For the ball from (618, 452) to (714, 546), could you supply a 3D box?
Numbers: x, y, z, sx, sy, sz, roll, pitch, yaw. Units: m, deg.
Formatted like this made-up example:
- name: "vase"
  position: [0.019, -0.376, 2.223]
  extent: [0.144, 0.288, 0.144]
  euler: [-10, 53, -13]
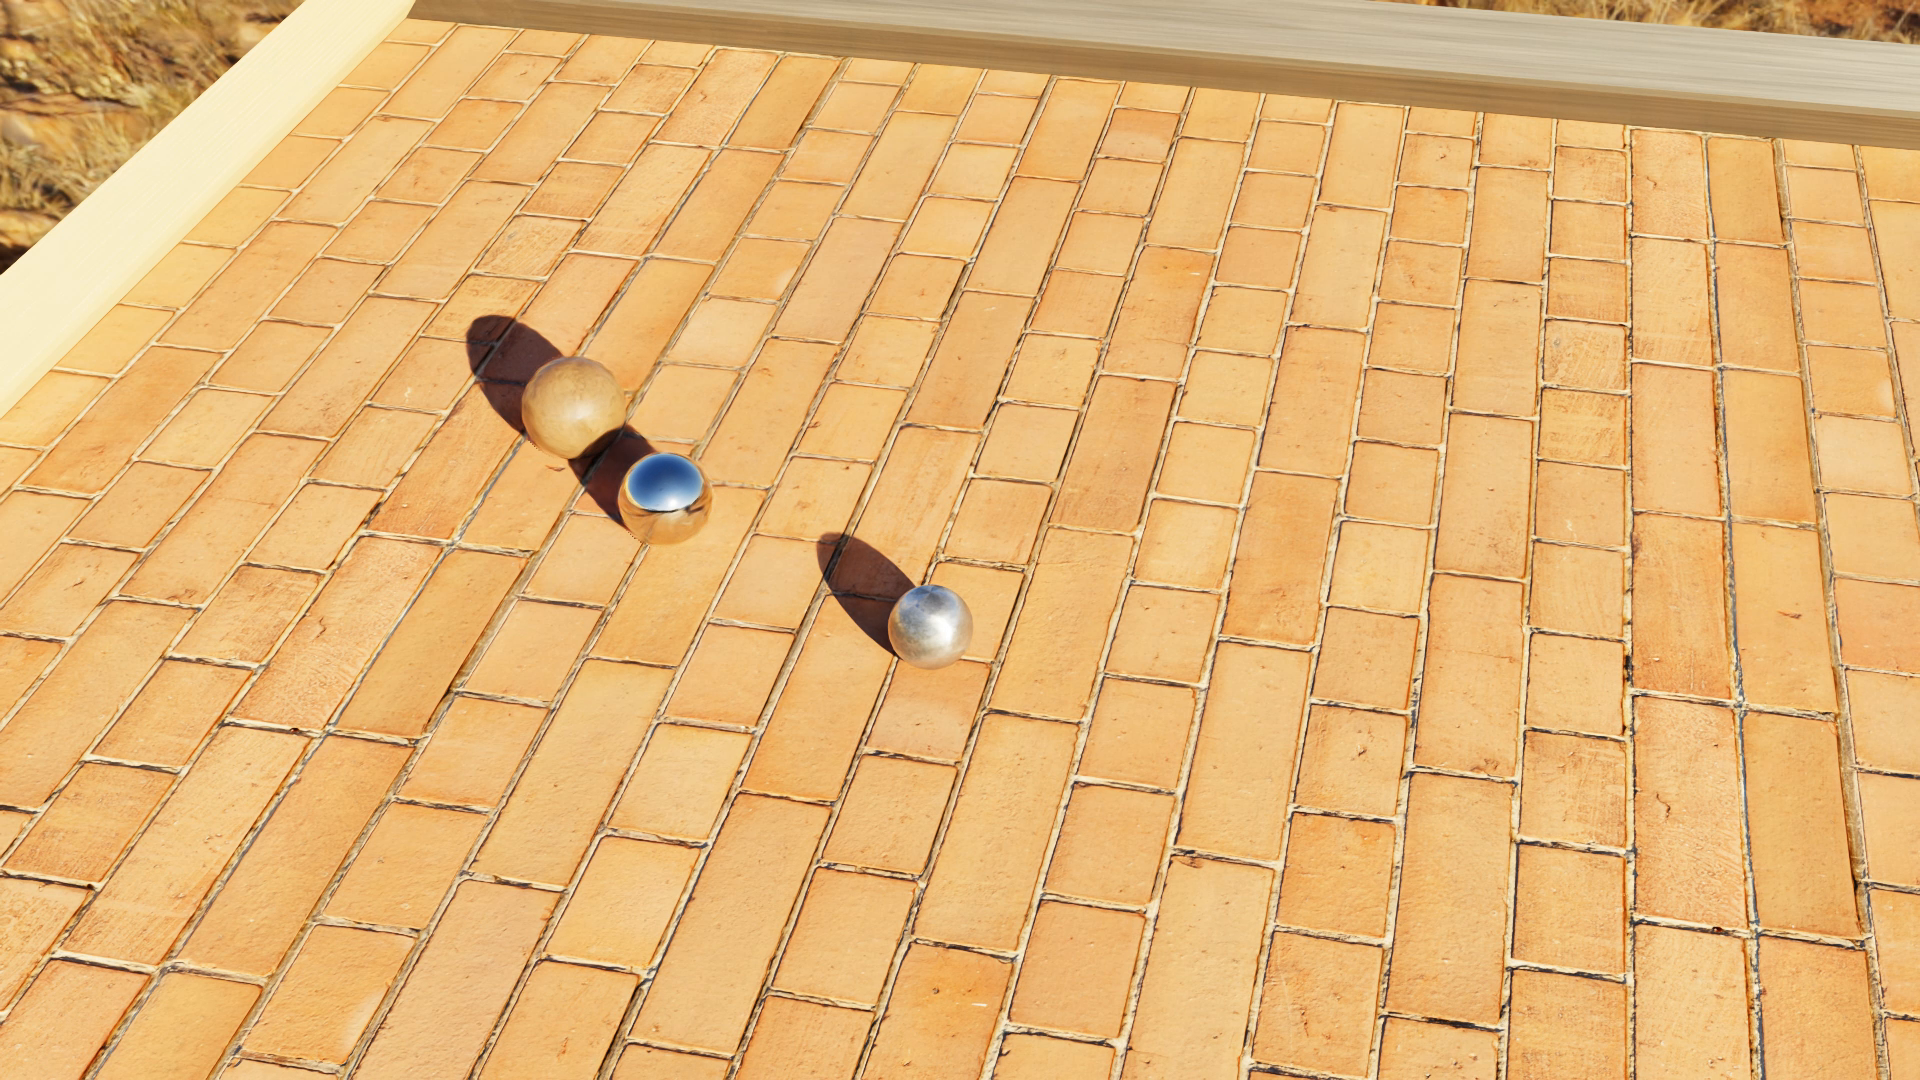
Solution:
- name: "ball"
  position: [-0.234, -0.033, 2.040]
  extent: [0.075, 0.075, 0.075]
  euler: [0, 34, 0]

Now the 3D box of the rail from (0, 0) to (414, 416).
- name: "rail"
  position: [-0.821, -0.115, 2.127]
  extent: [0.045, 0.113, 1.944]
  euler: [7, 35, 10]

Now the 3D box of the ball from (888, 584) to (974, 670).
- name: "ball"
  position: [-0.022, 0.065, 1.906]
  extent: [0.064, 0.064, 0.064]
  euler: [0, 34, 0]

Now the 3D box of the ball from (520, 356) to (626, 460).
- name: "ball"
  position: [-0.323, -0.111, 2.145]
  extent: [0.087, 0.087, 0.087]
  euler: [0, 34, 0]

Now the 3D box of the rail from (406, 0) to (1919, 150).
- name: "rail"
  position: [1.044, -0.433, 2.598]
  extent: [3.454, 0.113, 0.045]
  euler: [7, 35, 10]
